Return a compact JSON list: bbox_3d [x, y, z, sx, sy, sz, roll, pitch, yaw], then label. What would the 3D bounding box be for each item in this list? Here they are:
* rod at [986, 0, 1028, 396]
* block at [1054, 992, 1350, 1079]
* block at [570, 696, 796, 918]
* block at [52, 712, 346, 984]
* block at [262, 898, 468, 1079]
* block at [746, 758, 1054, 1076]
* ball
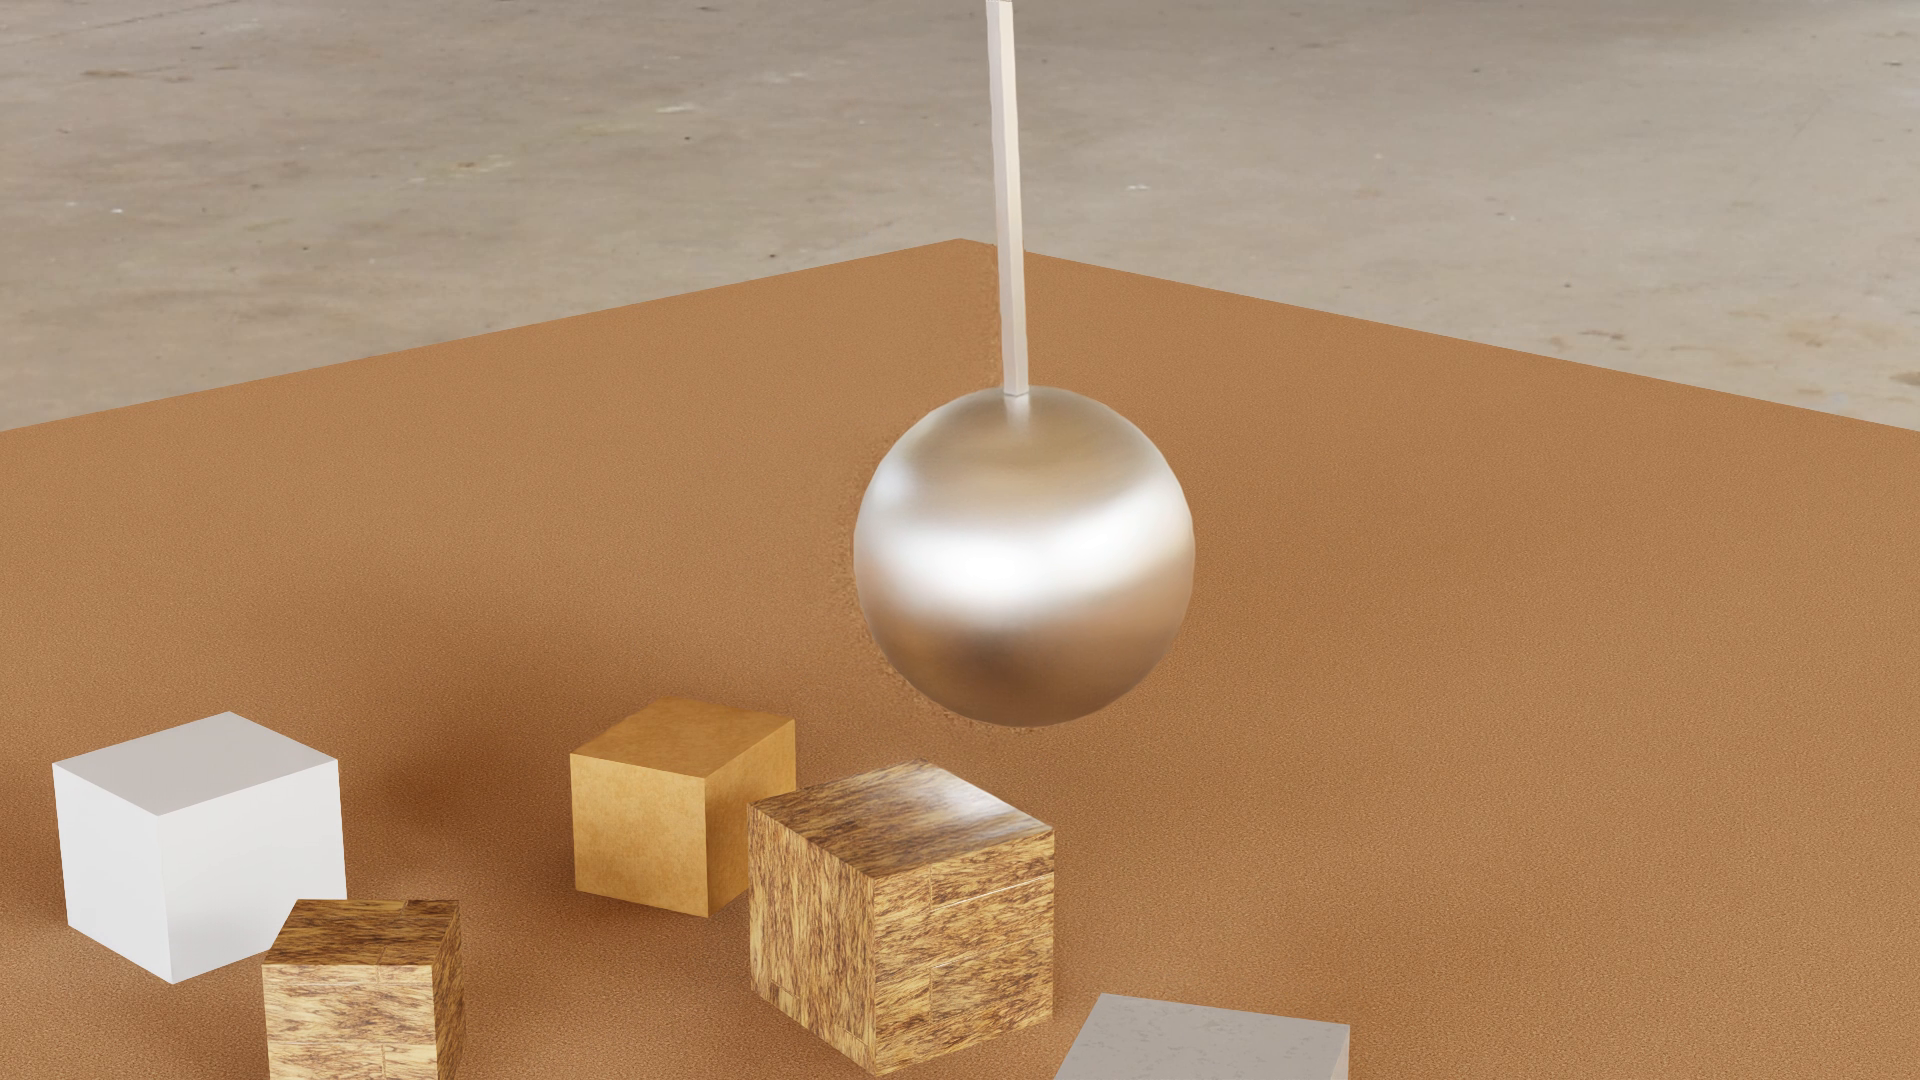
[{"bbox_3d":[0.129,-3.112,12.499,0.080,5.200,0.080,17,28,42],"label":"rod"},{"bbox_3d":[0.829,2.156,10.236,0.906,0.748,0.836,5,18,16],"label":"block"},{"bbox_3d":[-1.252,1.204,13.405,0.692,0.665,0.820,8,19,24],"label":"block"},{"bbox_3d":[-3.322,1.327,12.846,0.851,0.766,0.885,16,24,42],"label":"block"},{"bbox_3d":[-2.320,1.823,11.486,0.645,0.634,0.597,0,17,1],"label":"block"},{"bbox_3d":[-0.249,1.528,12.073,0.872,0.846,0.947,-12,21,-33],"label":"block"},{"bbox_3d":[0.299,0.073,13.678,1.600,1.600,1.600,0,17,0],"label":"ball"}]
